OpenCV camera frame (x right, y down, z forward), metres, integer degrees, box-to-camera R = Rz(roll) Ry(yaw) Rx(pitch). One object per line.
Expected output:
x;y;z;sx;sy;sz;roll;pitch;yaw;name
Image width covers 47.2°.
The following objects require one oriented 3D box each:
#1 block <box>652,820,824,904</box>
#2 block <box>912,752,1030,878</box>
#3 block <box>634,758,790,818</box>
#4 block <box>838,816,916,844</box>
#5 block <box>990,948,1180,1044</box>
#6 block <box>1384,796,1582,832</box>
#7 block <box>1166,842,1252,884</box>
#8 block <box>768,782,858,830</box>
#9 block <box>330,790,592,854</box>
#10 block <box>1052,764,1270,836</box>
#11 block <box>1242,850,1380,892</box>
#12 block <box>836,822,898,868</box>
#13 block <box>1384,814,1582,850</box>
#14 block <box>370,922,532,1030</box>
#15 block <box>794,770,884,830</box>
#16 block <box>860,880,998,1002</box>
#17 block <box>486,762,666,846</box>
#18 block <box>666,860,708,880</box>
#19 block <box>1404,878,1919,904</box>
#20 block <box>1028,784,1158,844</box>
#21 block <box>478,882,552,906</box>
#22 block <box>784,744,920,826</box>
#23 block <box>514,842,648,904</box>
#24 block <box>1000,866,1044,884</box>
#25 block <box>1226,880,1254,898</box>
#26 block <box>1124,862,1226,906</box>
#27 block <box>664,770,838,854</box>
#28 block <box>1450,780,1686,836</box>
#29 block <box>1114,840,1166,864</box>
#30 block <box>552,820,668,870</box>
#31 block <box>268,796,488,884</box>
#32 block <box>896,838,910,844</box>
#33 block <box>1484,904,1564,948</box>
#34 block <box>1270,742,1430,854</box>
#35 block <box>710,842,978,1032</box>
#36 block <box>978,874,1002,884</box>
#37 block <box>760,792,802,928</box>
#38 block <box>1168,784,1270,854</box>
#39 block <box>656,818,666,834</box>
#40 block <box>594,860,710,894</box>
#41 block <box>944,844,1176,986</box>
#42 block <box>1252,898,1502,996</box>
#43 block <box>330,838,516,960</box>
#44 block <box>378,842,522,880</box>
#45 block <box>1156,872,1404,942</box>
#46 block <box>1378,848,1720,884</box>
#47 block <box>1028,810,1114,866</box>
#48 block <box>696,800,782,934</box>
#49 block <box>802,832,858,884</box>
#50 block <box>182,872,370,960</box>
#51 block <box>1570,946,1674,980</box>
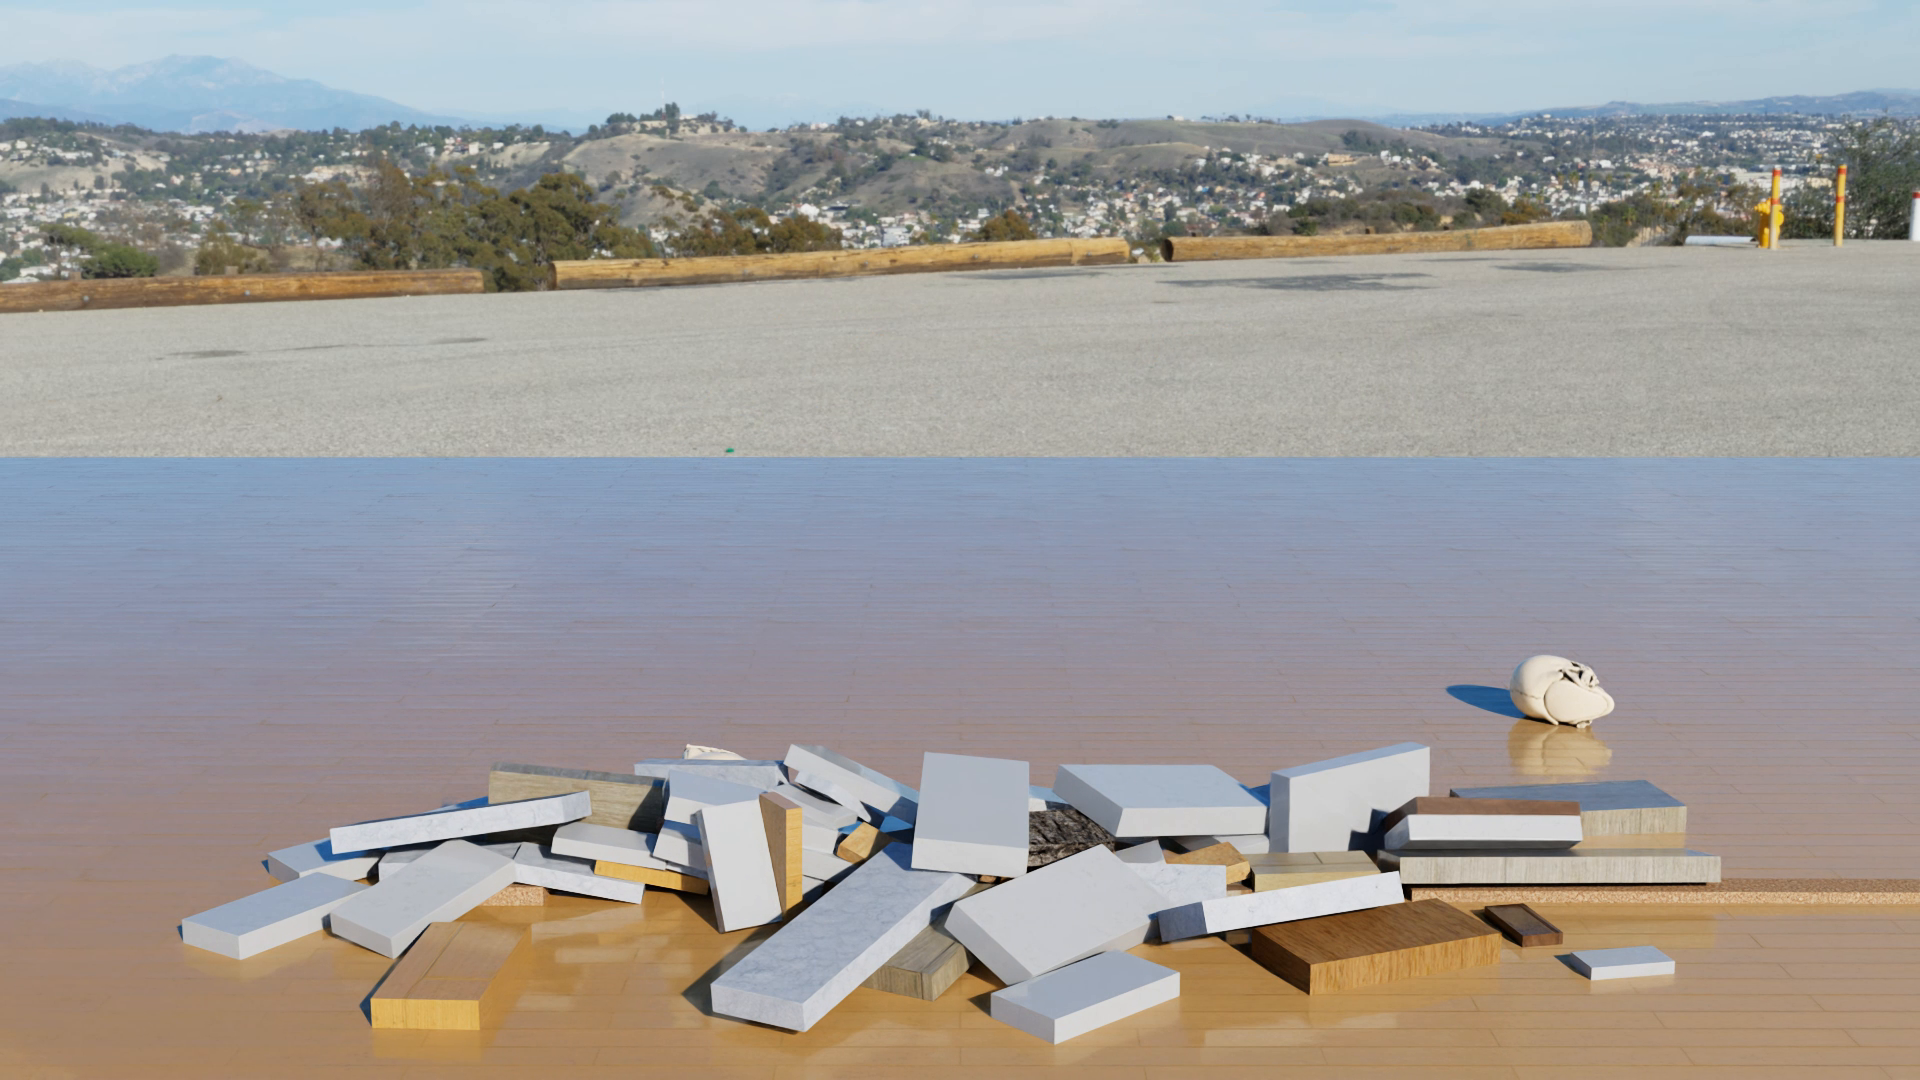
-0.361;0.525;3.659;0.281;0.040;0.140;17;10;-3;block
0.021;0.444;3.585;0.179;0.051;0.357;5;16;0;block
-0.432;0.462;3.865;0.293;0.147;0.042;-2;8;27;block
-0.178;0.517;3.819;0.243;0.030;0.107;-12;7;16;block
0.183;0.660;3.192;0.259;0.037;0.130;-10;14;-42;block
0.910;0.490;3.832;0.298;0.042;0.149;3;-21;-10;block
0.366;0.557;3.646;0.208;0.029;0.104;-14;13;-9;block
-0.246;0.443;3.661;0.139;0.020;0.069;20;11;26;block
-0.831;0.470;3.671;0.399;0.042;0.147;-9;-3;8;block
0.355;0.445;3.778;0.357;0.051;0.179;5;16;-37;block
0.581;0.549;3.649;0.208;0.029;0.104;-1;11;-5;block
-0.111;0.526;3.599;0.162;0.023;0.081;26;31;17;block
0.893;0.510;3.764;0.298;0.042;0.149;1;-21;-5;block
-0.749;0.643;3.264;0.154;0.044;0.309;1;11;3;block
-0.203;0.440;3.725;0.081;0.023;0.162;17;-16;39;block
-0.036;0.605;3.373;0.154;0.044;0.309;6;18;28;block
-0.658;0.469;3.770;0.293;0.147;0.042;6;16;-2;block
-0.392;0.547;3.676;0.188;0.027;0.094;17;10;-4;block
1.319;0.583;3.655;1.146;0.019;0.068;0;11;1;block
0.156;0.473;3.872;0.357;0.051;0.179;10;1;-10;block
-0.794;0.575;3.664;0.219;0.031;0.109;0;11;0;block
-0.161;0.419;3.767;0.259;0.037;0.130;23;1;21;block
-0.631;0.554;3.664;0.219;0.031;0.109;11;10;-3;block
0.162;0.551;3.650;0.185;0.026;0.092;-13;13;14;block
0.510;0.577;3.657;0.208;0.029;0.104;-1;11;-6;block
0.338;0.571;3.561;0.184;0.026;0.092;1;48;5;block
-0.348;0.449;3.644;0.281;0.040;0.140;13;10;-11;block
1.115;0.496;4.043;0.385;0.048;0.169;-2;11;-8;block
0.249;0.552;3.656;0.184;0.026;0.092;-16;13;1;block
-0.576;0.506;3.654;0.188;0.027;0.094;9;10;-3;block
-0.976;0.528;3.840;0.424;0.038;0.135;-12;15;-38;block
-0.104;0.521;3.677;0.136;0.019;0.068;16;10;4;block
0.895;0.612;3.497;0.068;0.019;0.136;-2;11;-12;block
0.687;0.467;3.864;0.338;0.169;0.048;-7;12;-34;block
-0.162;0.586;3.307;0.154;0.044;0.523;6;18;28;block
0.038;0.560;3.651;0.018;0.064;0.128;23;20;24;block
-0.288;0.514;3.534;0.028;0.198;0.099;-5;12;-30;block
0.547;0.505;3.915;0.338;0.048;0.169;-8;24;-37;block
-0.416;0.525;3.748;0.198;0.099;0.028;0;13;0;block
-0.511;0.547;3.673;0.188;0.027;0.094;12;10;-6;block
0.160;0.582;3.389;0.169;0.048;0.365;38;31;30;block
0.638;0.621;3.372;0.338;0.048;0.169;-4;11;-23;block
-0.853;0.567;3.507;0.135;0.038;0.270;15;27;30;block
-0.852;0.539;3.689;0.219;0.031;0.109;0;11;-1;block
0.496;0.569;3.410;0.338;0.048;0.169;-5;-13;-20;block
0.981;0.545;3.680;0.535;0.042;0.149;0;-3;-3;block
0.109;0.490;3.612;0.259;0.037;0.130;0;17;-18;block
-0.353;0.522;3.519;0.099;0.198;0.028;-6;-15;-28;block
-0.178;0.534;3.661;0.281;0.040;0.140;15;10;-3;block
-1.087;0.598;3.518;0.135;0.038;0.270;7;13;32;block
1.005;0.642;3.339;0.136;0.019;0.068;-2;11;-11;block
